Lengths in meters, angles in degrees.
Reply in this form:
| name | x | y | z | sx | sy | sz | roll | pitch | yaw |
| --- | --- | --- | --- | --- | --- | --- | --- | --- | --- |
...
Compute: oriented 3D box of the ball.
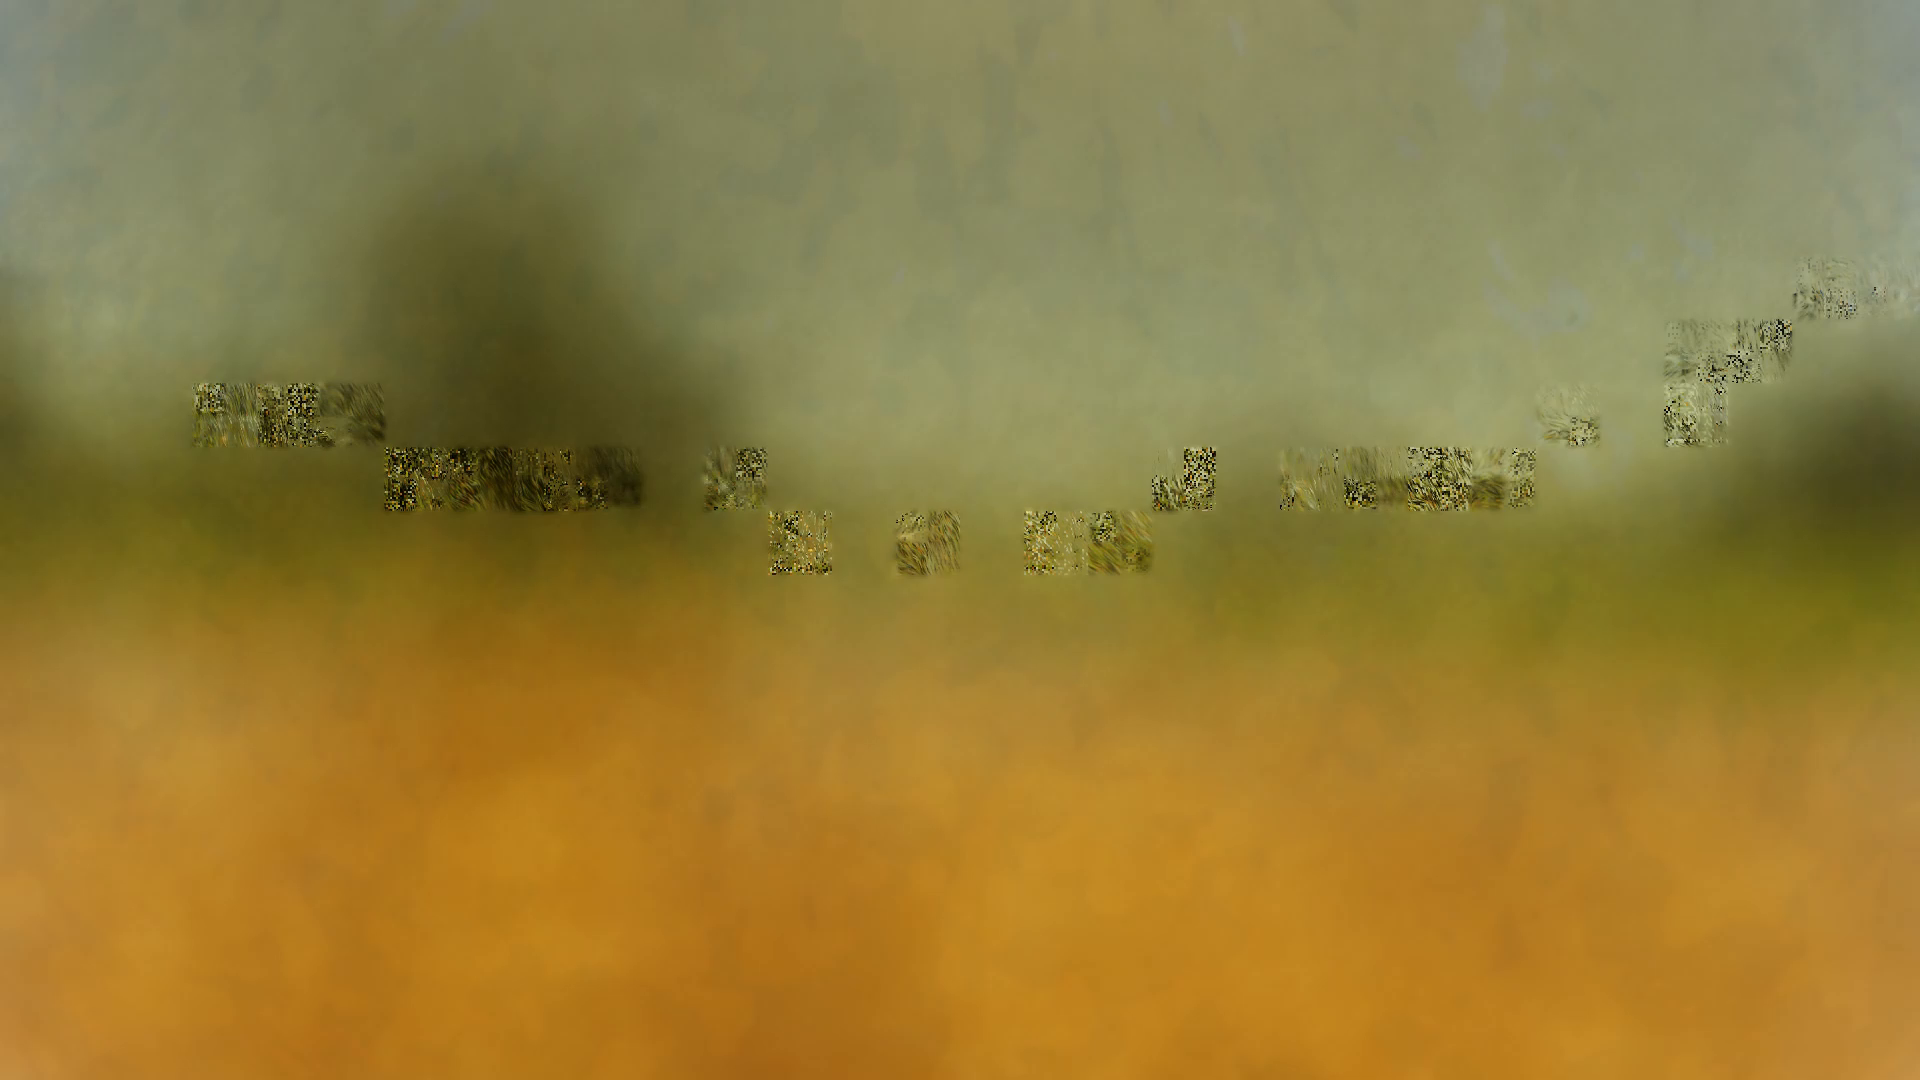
| name | x | y | z | sx | sy | sz | roll | pitch | yaw |
| --- | --- | --- | --- | --- | --- | --- | --- | --- | --- |
| ball | 0.000 | -0.002 | 0.056 | 0.080 | 0.080 | 0.080 | 0 | 4 | 0 |
